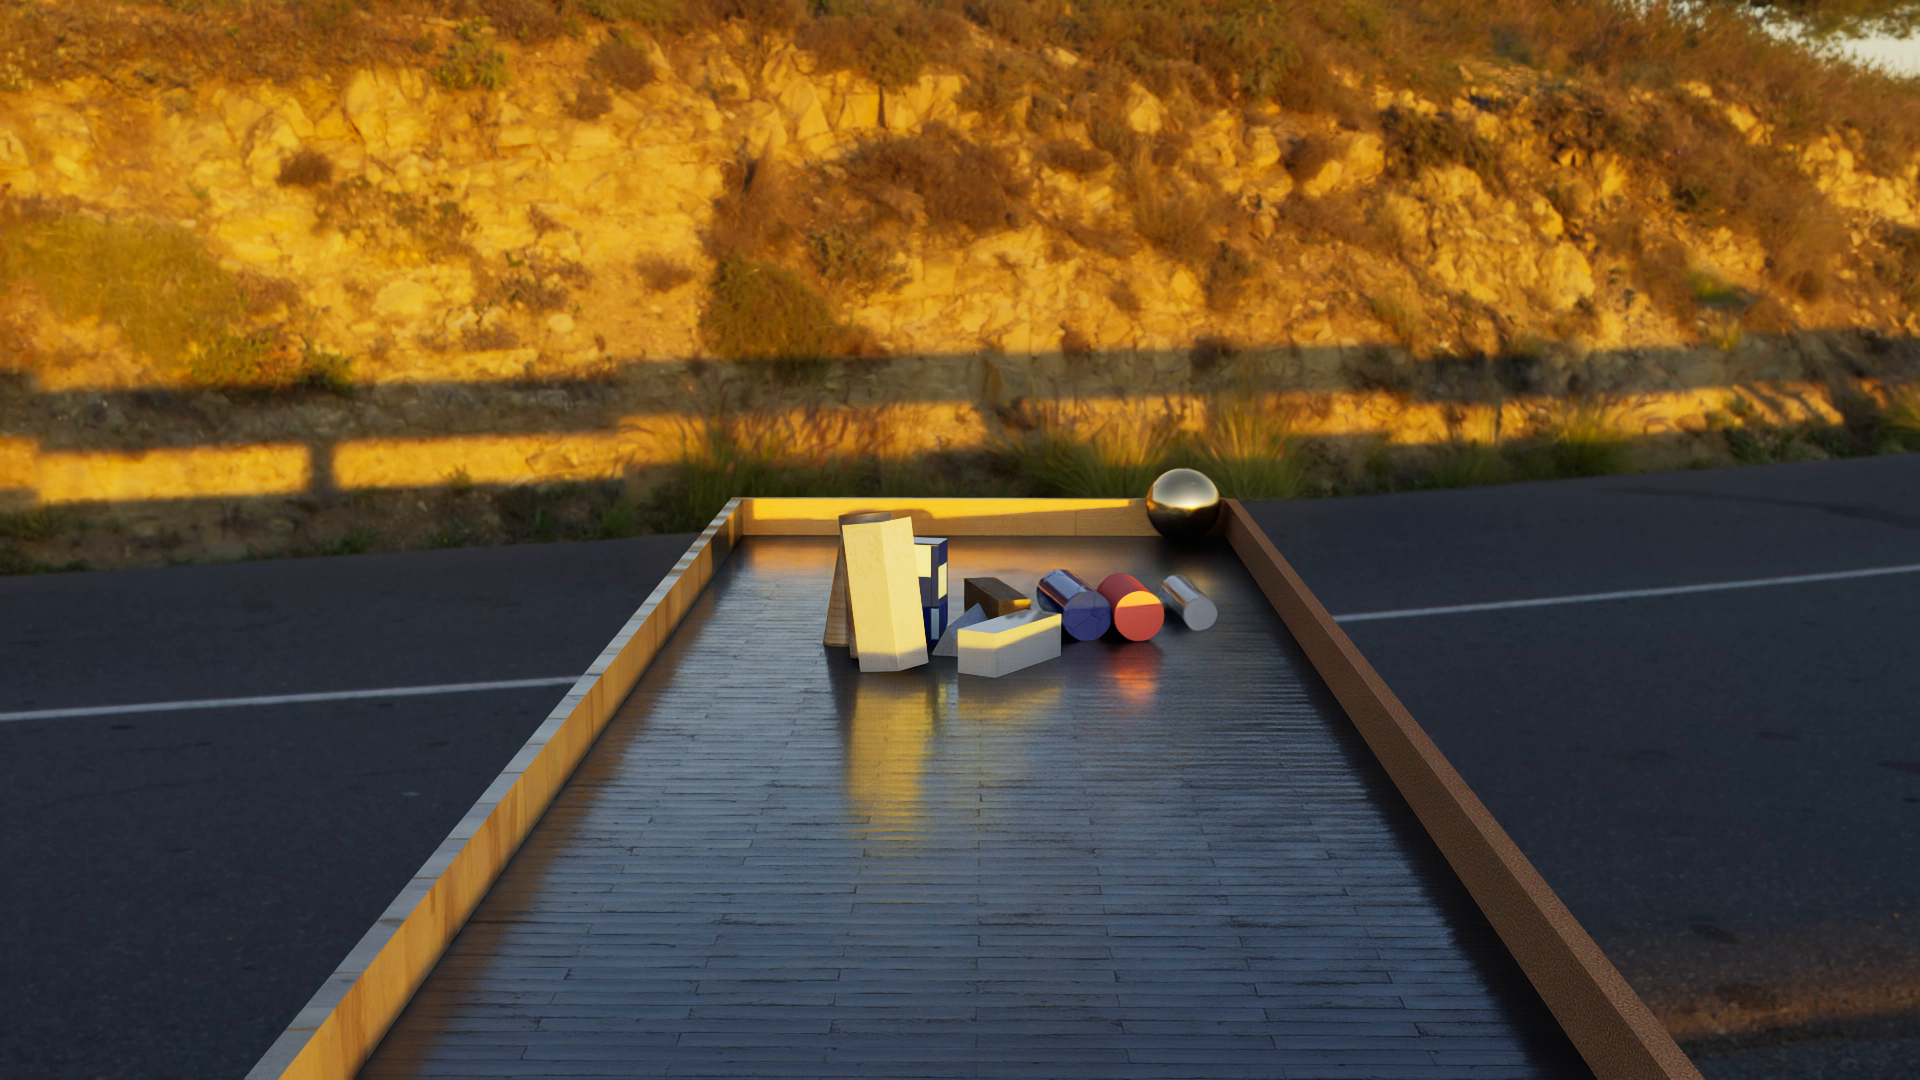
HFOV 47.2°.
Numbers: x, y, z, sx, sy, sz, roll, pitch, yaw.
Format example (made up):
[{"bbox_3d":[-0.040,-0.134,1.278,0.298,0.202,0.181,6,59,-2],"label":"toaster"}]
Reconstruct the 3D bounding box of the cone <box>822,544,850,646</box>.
[{"bbox_3d":[-0.366,0.128,6.930,0.138,0.399,0.138,0,9,0],"label":"cone"}]

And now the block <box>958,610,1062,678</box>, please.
[{"bbox_3d":[0.152,0.310,6.637,0.131,0.131,0.378,6,11,33],"label":"block"}]

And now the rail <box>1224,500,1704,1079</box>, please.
[{"bbox_3d":[1.046,0.843,3.208,0.050,0.150,12.000,0,9,1],"label":"rail"}]

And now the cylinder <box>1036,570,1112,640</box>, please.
[{"bbox_3d":[0.370,0.209,7.176,0.161,0.161,0.412,-2,9,-10],"label":"cylinder"}]

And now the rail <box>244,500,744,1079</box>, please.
[{"bbox_3d":[-1.004,0.839,3.234,0.050,0.150,12.000,0,9,1],"label":"rail"}]

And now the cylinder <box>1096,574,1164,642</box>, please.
[{"bbox_3d":[0.549,0.216,7.127,0.161,0.161,0.329,-1,9,-7],"label":"cylinder"}]

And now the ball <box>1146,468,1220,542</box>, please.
[{"bbox_3d":[0.909,-0.143,8.951,0.301,0.301,0.301,0,9,0],"label":"ball"}]

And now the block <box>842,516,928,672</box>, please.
[{"bbox_3d":[-0.221,0.162,6.533,0.146,0.439,0.146,-4,5,37],"label":"block"}]

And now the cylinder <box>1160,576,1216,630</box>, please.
[{"bbox_3d":[0.760,0.207,7.345,0.111,0.111,0.419,-1,9,-5],"label":"cylinder"}]

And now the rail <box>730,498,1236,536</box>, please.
[{"bbox_3d":[0.099,-0.098,9.147,2.100,0.150,0.050,0,9,1],"label":"rail"}]

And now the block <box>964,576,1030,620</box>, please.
[{"bbox_3d":[0.121,0.214,7.313,0.108,0.108,0.436,-2,9,-14],"label":"block"}]

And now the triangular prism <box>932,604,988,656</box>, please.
[{"bbox_3d":[0.011,0.279,6.955,0.100,0.087,0.419,2,9,13],"label":"triangular prism"}]

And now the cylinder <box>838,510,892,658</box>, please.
[{"bbox_3d":[-0.271,0.135,6.709,0.166,0.435,0.166,-5,3,0],"label":"cylinder"}]

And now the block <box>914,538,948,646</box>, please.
[{"bbox_3d":[-0.106,0.161,6.958,0.109,0.323,0.109,2,9,14],"label":"block"}]
